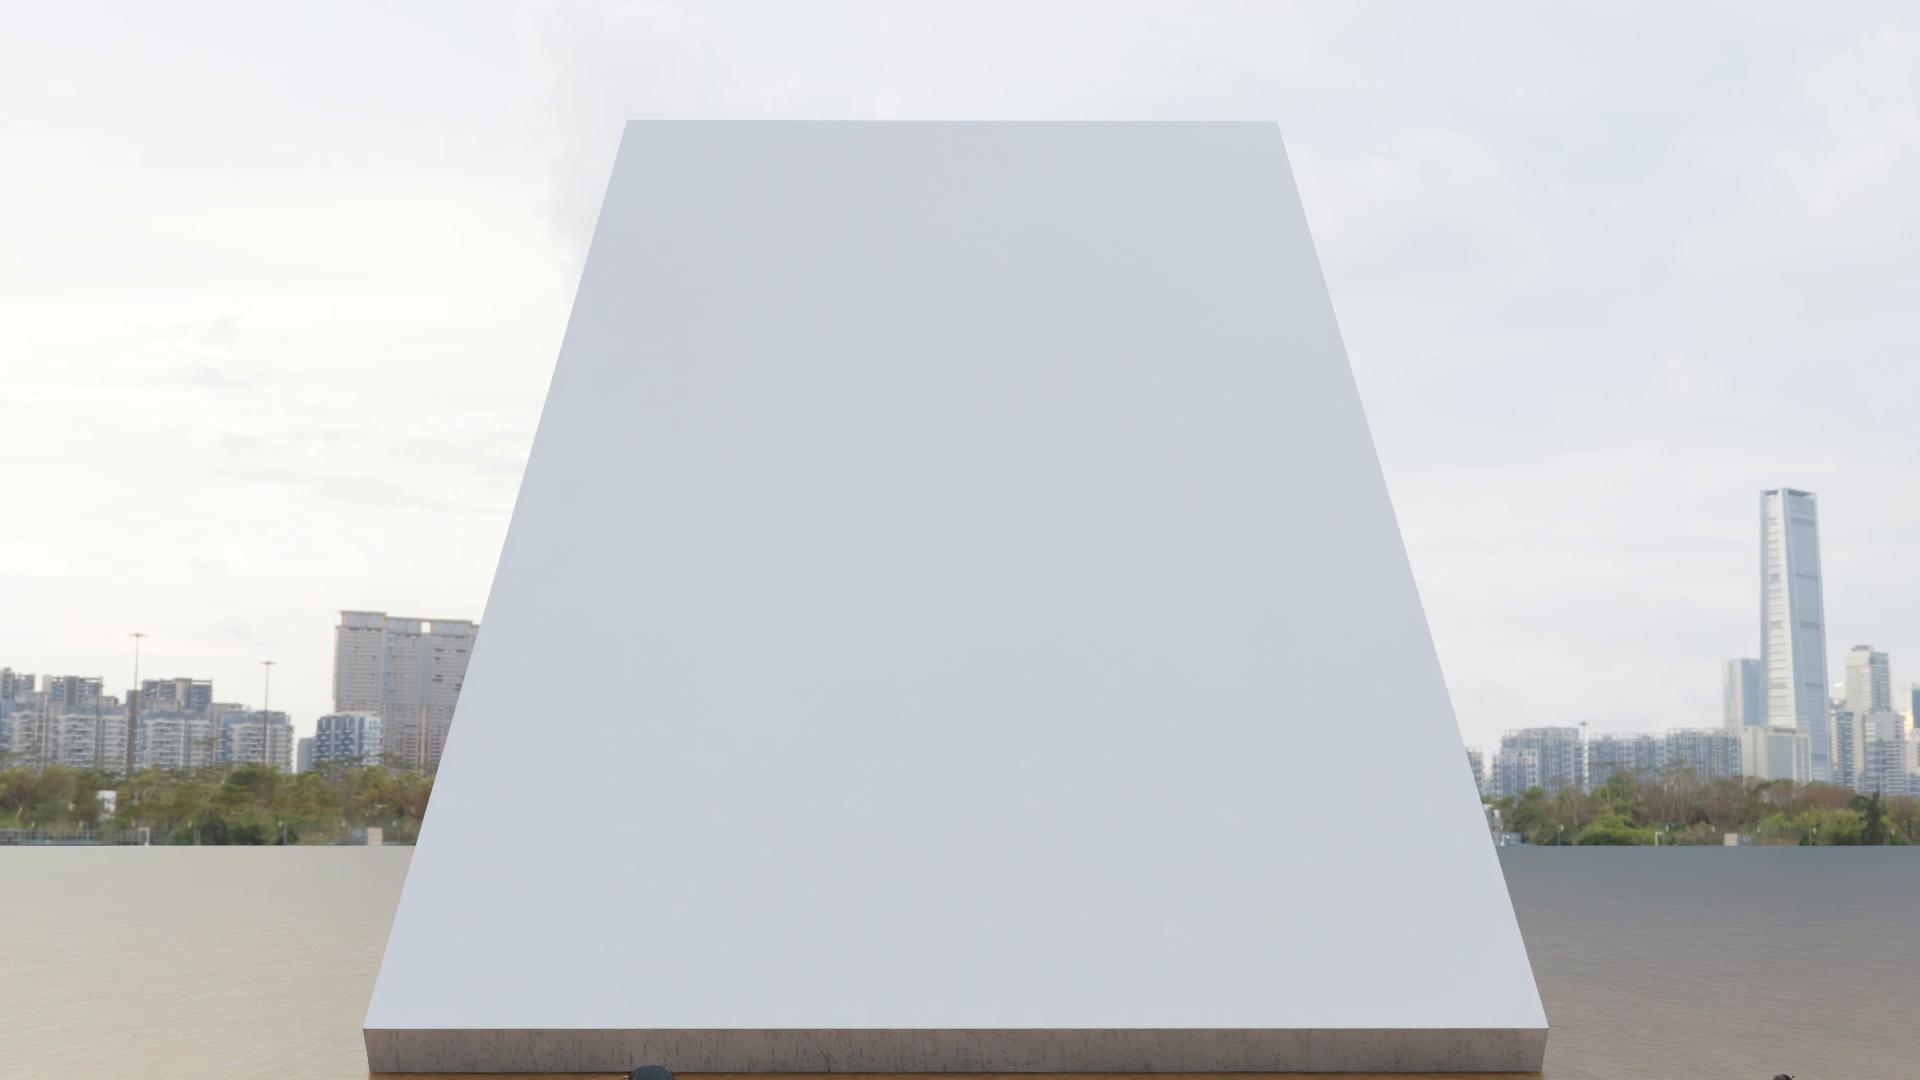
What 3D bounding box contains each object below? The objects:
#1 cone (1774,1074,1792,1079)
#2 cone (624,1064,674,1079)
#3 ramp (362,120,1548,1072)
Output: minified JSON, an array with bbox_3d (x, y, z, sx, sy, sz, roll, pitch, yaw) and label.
[{"bbox_3d":[1.156,0.807,3.481,0.070,0.070,0.070,5,-35,-37],"label":"cone"},{"bbox_3d":[-0.419,0.794,3.410,0.093,0.093,0.093,-3,-34,21],"label":"cone"},{"bbox_3d":[-0.015,-0.191,5.845,2.000,0.100,4.000,0,32,0],"label":"ramp"}]
